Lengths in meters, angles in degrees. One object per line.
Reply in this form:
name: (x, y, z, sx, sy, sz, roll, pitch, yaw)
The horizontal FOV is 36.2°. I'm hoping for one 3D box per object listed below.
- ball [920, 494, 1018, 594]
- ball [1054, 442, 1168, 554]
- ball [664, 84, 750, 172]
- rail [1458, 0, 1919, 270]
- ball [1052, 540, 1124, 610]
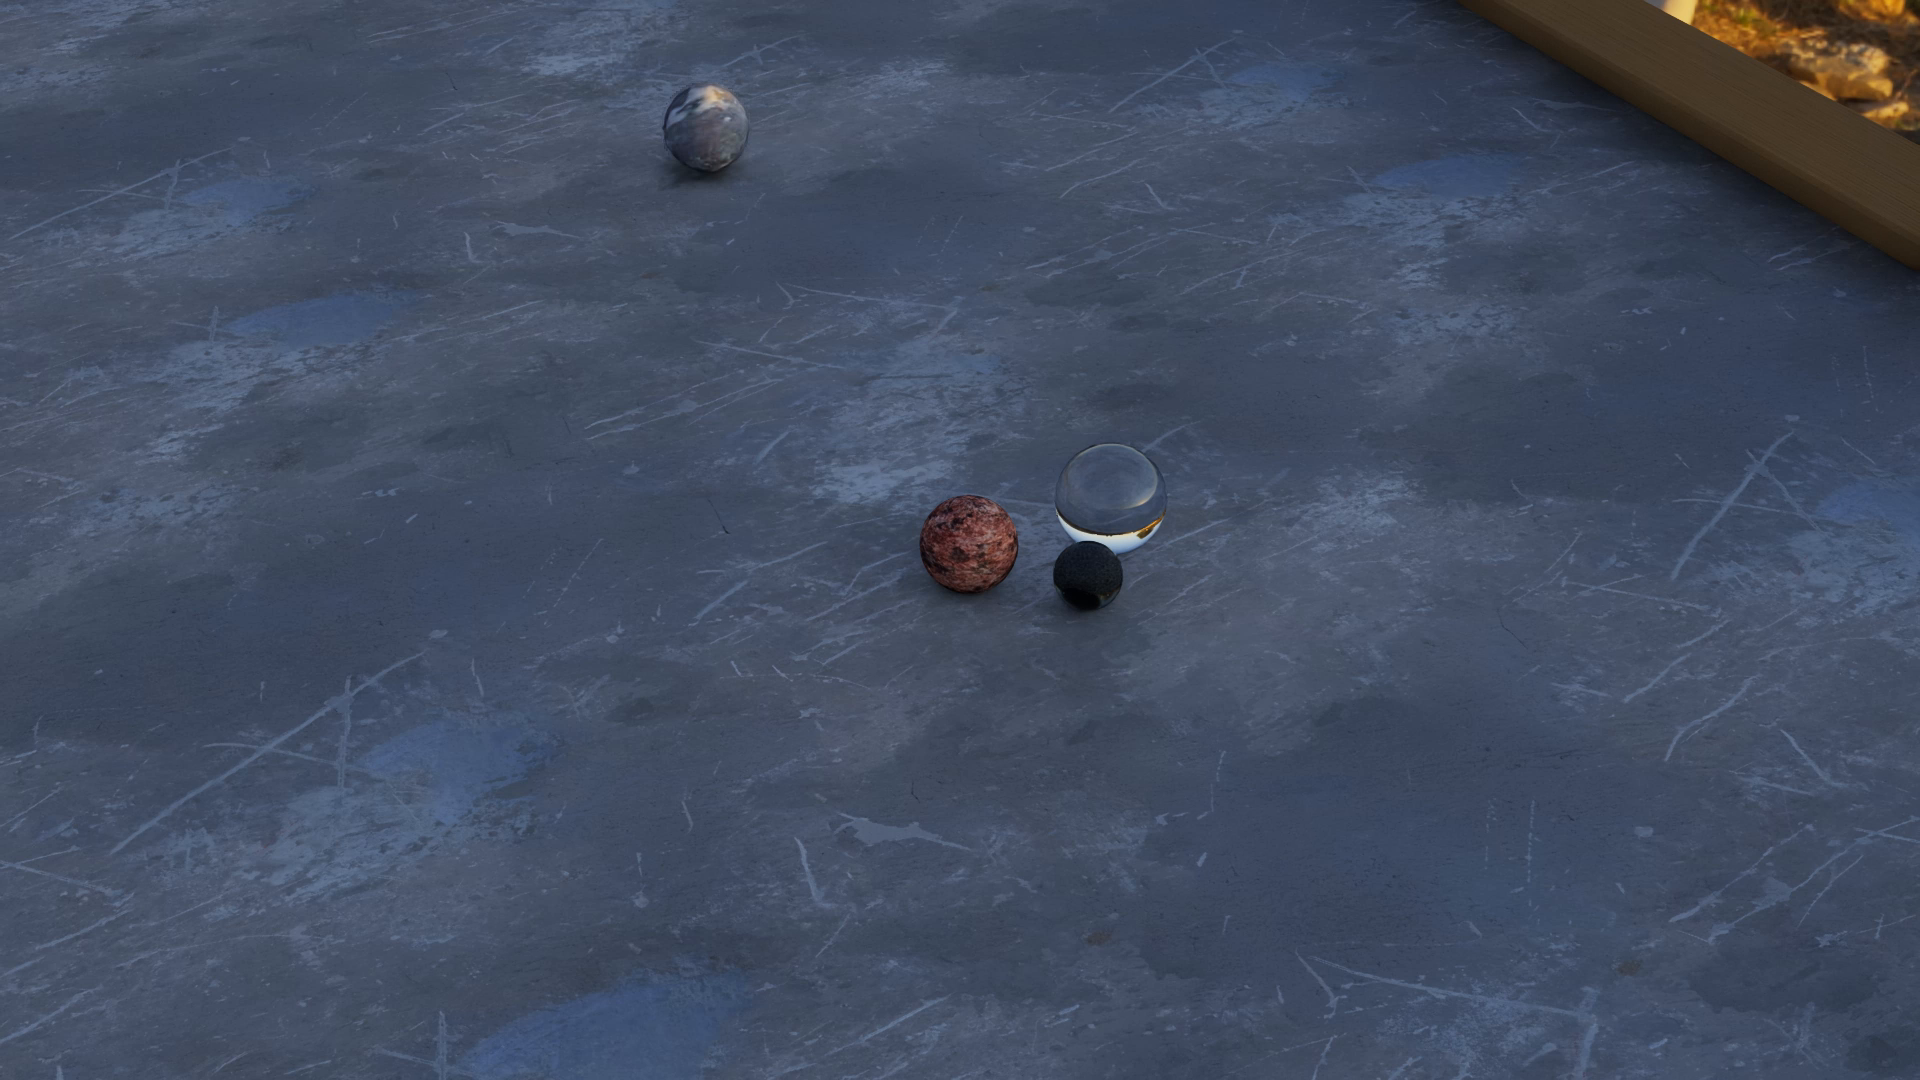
ball: (0.006, 0.003, 1.912, 0.065, 0.065, 0.065, 0, 27, 0)
ball: (0.101, -0.028, 1.960, 0.075, 0.075, 0.075, 0, 27, 0)
ball: (-0.226, -0.367, 2.622, 0.077, 0.077, 0.077, 0, 27, 0)
rail: (0.574, -0.518, 2.890, 0.045, 0.100, 3.397, -9, 28, -17)
ball: (0.082, 0.023, 1.894, 0.045, 0.045, 0.045, 0, 27, 0)
